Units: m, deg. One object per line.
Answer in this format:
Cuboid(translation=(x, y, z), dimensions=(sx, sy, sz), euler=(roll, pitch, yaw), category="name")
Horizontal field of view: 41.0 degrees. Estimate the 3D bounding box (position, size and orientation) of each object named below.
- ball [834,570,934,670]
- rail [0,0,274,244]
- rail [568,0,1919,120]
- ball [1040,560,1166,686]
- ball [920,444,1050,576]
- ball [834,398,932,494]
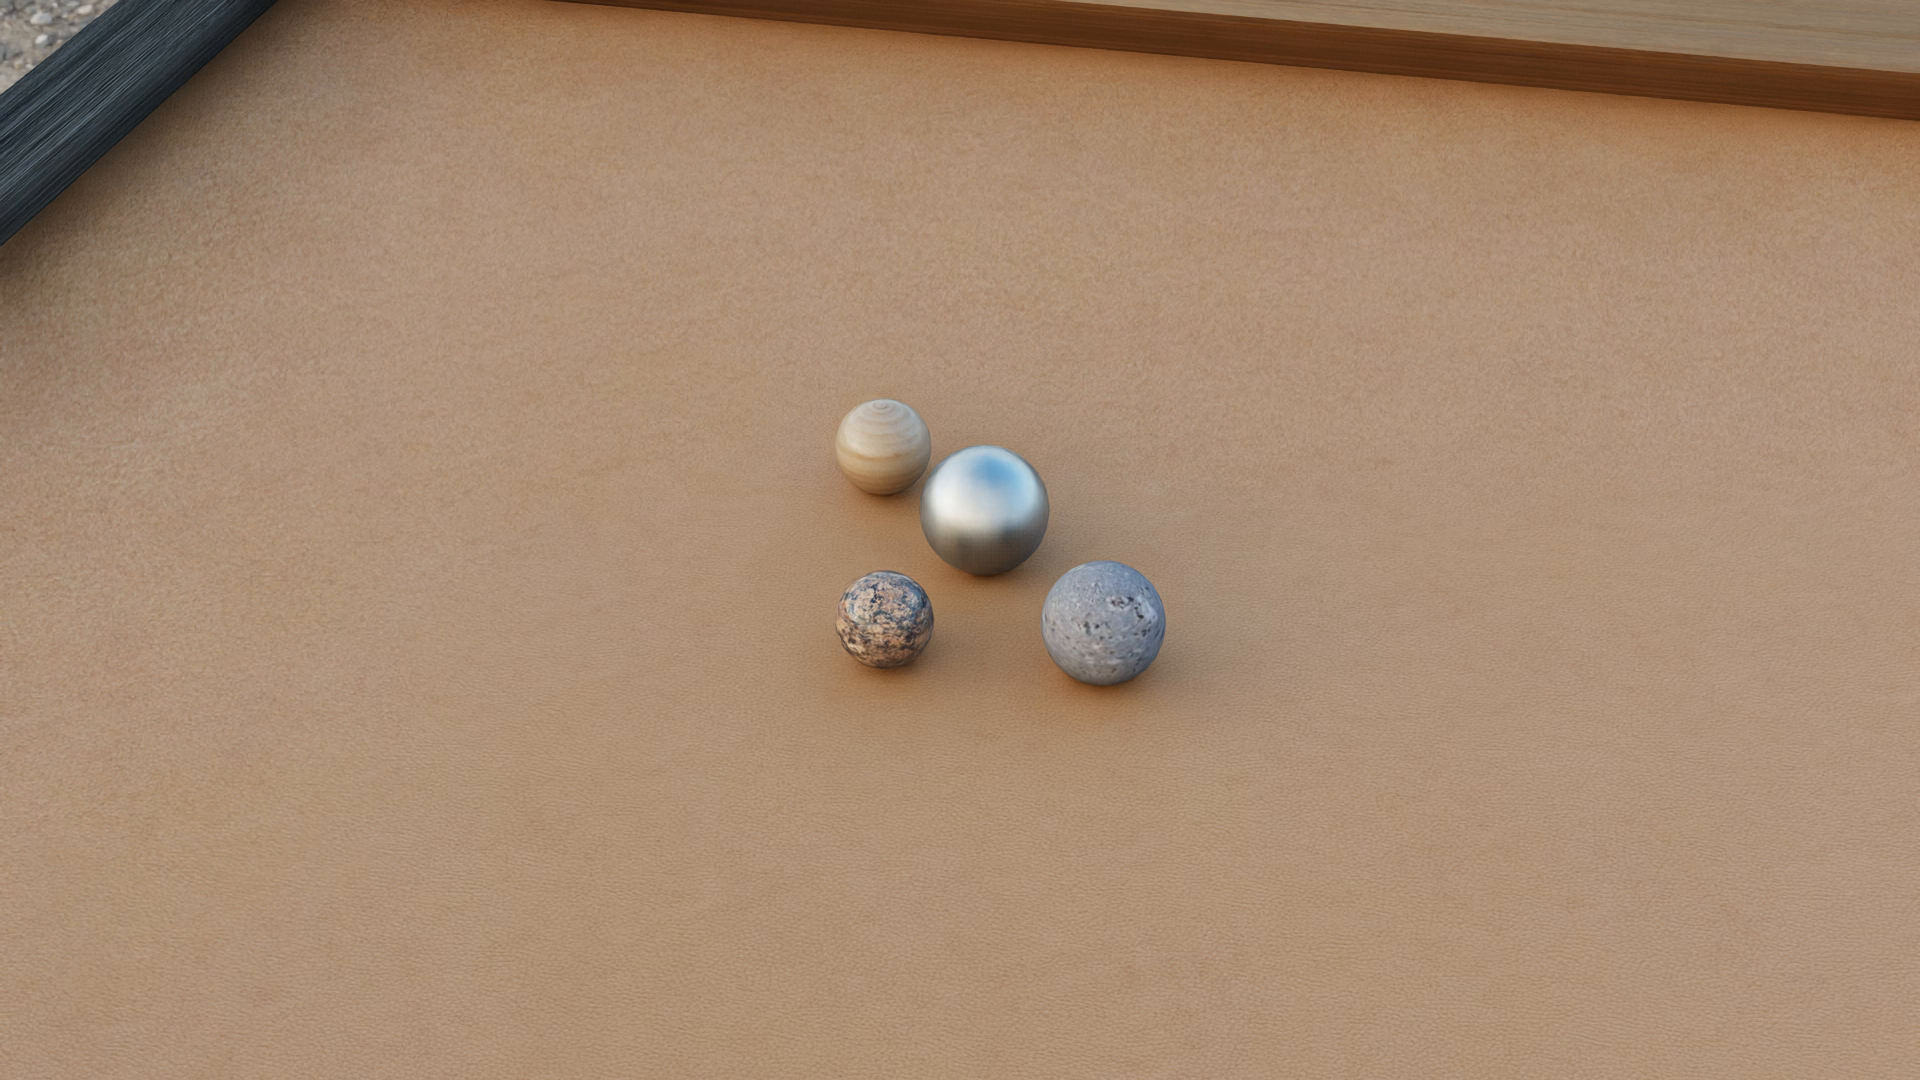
Cuboid(translation=(-0.053, 0.056, 1.813), dimensions=(0.070, 0.070, 0.070), euler=(0, 34, 0), category="ball")
Cuboid(translation=(-0.931, -0.133, 2.040), dimensions=(0.045, 0.126, 1.994), euler=(7, 35, 10), category="rail")
Cuboid(translation=(1.162, -0.437, 2.485), dimensions=(3.908, 0.126, 0.045), euler=(7, 35, 10), category="rail")
Cuboid(translation=(0.100, 0.058, 1.795), dimensions=(0.088, 0.088, 0.088), euler=(0, 34, 0), category="ball")
Cuboid(translation=(0.018, -0.022, 1.905), dimensions=(0.097, 0.097, 0.097), euler=(0, 34, 0), category="ball")
Cuboid(translation=(-0.060, -0.073, 1.998), dimensions=(0.076, 0.076, 0.076), euler=(0, 34, 0), category="ball")
